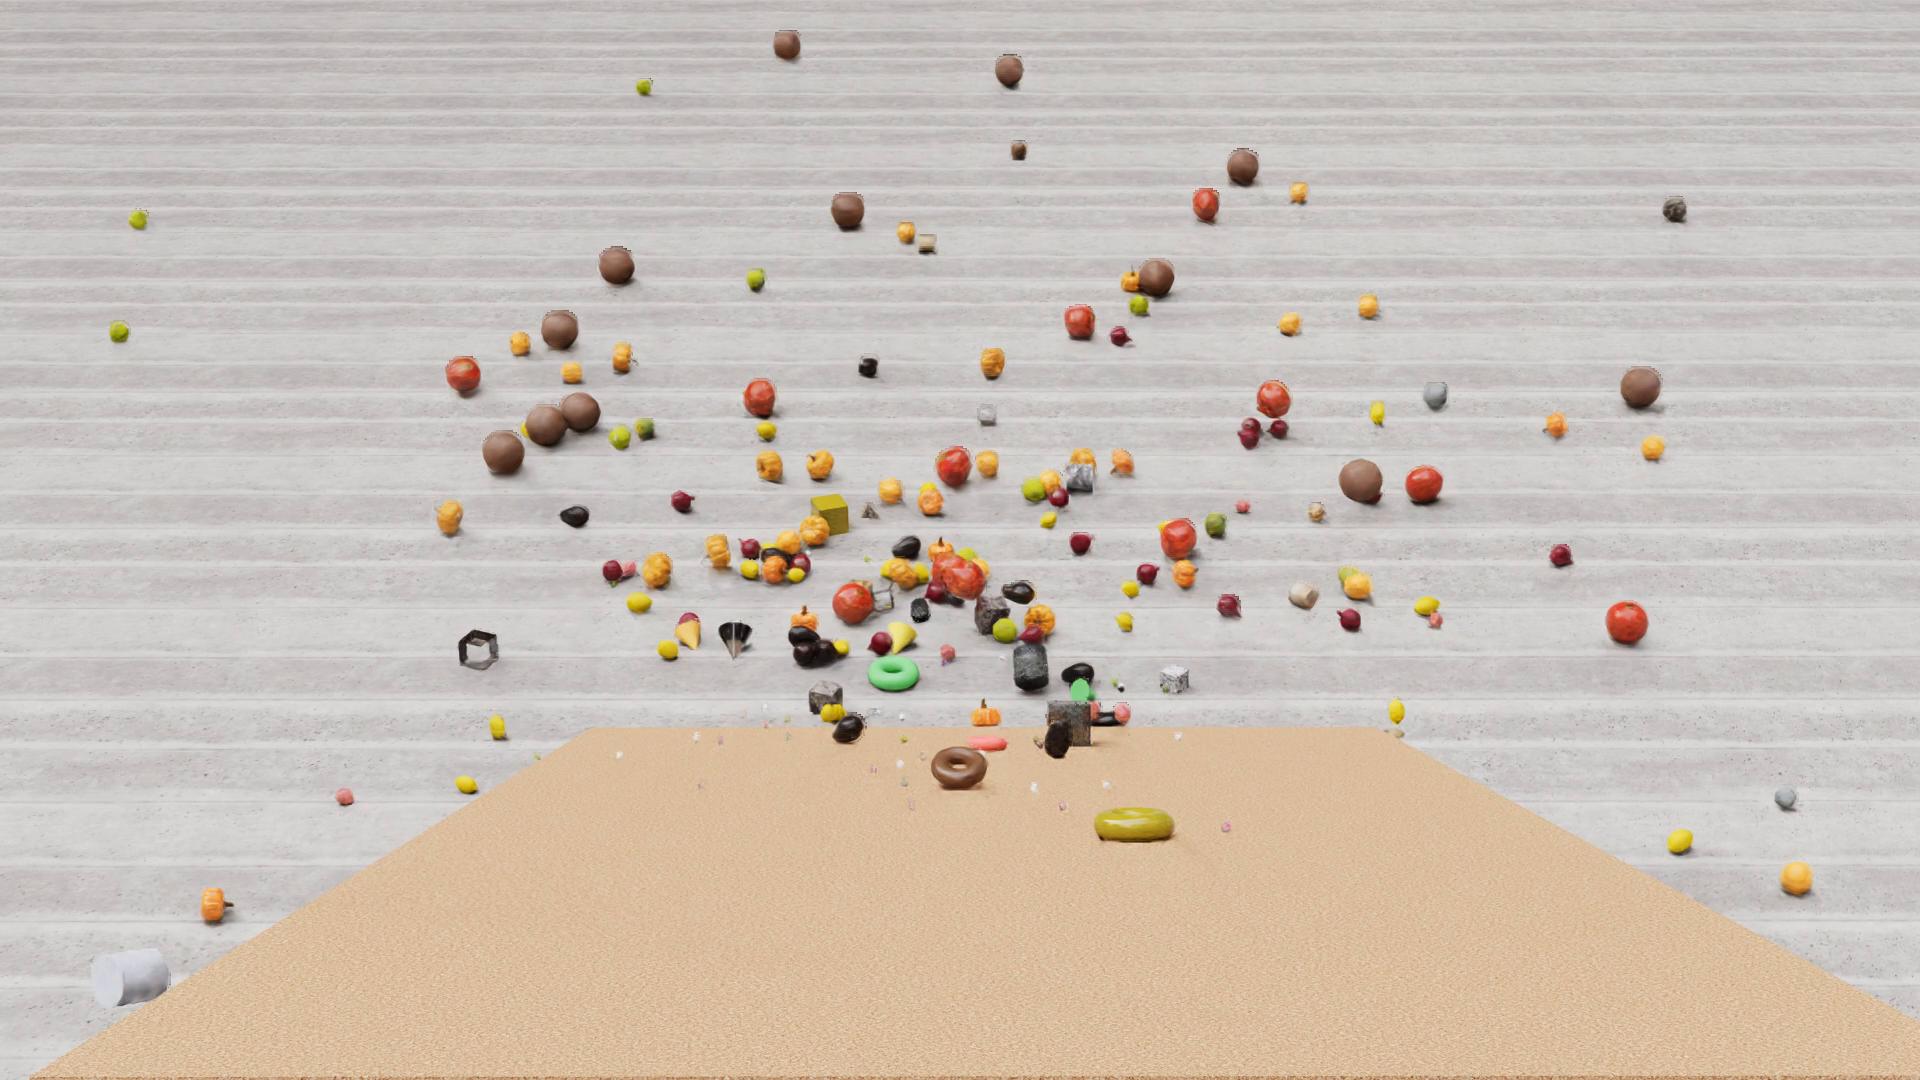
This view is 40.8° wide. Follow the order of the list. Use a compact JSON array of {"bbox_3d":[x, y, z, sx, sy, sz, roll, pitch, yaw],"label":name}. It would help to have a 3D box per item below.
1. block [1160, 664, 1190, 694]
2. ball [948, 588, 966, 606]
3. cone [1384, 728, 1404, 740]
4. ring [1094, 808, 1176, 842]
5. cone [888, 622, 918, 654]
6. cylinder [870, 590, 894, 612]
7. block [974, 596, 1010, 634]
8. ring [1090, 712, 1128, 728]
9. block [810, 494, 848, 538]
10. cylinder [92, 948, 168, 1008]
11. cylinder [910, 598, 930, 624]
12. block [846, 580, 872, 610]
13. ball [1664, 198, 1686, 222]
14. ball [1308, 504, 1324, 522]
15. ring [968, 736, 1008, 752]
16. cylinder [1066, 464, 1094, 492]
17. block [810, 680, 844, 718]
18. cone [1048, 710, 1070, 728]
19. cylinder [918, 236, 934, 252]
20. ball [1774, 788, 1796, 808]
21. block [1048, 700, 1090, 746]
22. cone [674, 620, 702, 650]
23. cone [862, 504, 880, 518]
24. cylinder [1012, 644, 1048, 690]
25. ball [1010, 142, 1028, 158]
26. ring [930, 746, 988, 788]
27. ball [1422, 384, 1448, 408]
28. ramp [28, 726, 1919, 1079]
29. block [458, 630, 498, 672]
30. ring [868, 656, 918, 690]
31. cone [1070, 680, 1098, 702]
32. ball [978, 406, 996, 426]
[{"bbox_3d":[0.575,0.373,6.931,0.055,0.055,0.055,22,35,36],"label":"block"},{"bbox_3d":[-0.010,0.162,7.340,0.052,0.052,0.052,0,27,0],"label":"ball"},{"bbox_3d":[1.120,0.522,6.680,0.051,0.051,0.051,6,55,12],"label":"cone"},{"bbox_3d":[0.300,0.488,4.430,0.140,0.047,0.140,-1,2,0],"label":"ring"},{"bbox_3d":[-0.170,0.286,7.118,0.085,0.085,0.085,9,55,17],"label":"cone"},{"bbox_3d":[-0.221,0.172,7.318,0.055,0.055,0.055,-10,29,-19],"label":"cylinder"},{"bbox_3d":[0.089,0.209,7.216,0.077,0.077,0.077,-2,27,-15],"label":"block"},{"bbox_3d":[0.377,0.468,6.693,0.117,0.039,0.117,-5,2,0],"label":"ring"},{"bbox_3d":[-0.391,-0.074,7.753,0.090,0.090,0.090,-9,29,-17],"label":"block"},{"bbox_3d":[-1.345,0.709,4.185,0.085,0.085,0.085,22,13,35],"label":"cylinder"},{"bbox_3d":[-0.113,0.199,7.270,0.052,0.052,0.052,-3,28,-5],"label":"cylinder"},{"bbox_3d":[-0.286,0.156,7.341,0.062,0.062,0.062,6,28,12],"label":"block"},{"bbox_3d":[2.795,-1.291,10.095,0.089,0.089,0.089,0,27,0],"label":"ball"},{"bbox_3d":[1.077,-0.081,7.810,0.051,0.051,0.051,0,27,0],"label":"ball"},{"bbox_3d":[0.065,0.472,5.997,0.093,0.031,0.093,-1,2,0],"label":"ring"},{"bbox_3d":[0.370,-0.193,7.989,0.084,0.084,0.084,2,28,3],"label":"cylinder"},{"bbox_3d":[-0.353,0.419,6.830,0.067,0.067,0.067,11,29,20],"label":"block"},{"bbox_3d":[0.246,0.466,6.564,0.056,0.056,0.056,7,7,13],"label":"cone"},{"bbox_3d":[-0.129,-1.124,9.805,0.060,0.060,0.060,-1,27,-2],"label":"cylinder"},{"bbox_3d":[2.053,0.640,6.422,0.051,0.051,0.051,0,27,0],"label":"ball"},{"bbox_3d":[0.257,0.436,6.134,0.099,0.099,0.099,0,1,2],"label":"block"},{"bbox_3d":[-0.740,0.278,7.137,0.078,0.078,0.078,-11,56,-21],"label":"cone"},{"bbox_3d":[-0.265,-0.078,7.834,0.050,0.050,0.050,26,27,-7],"label":"cone"},{"bbox_3d":[0.190,0.340,6.918,0.092,0.092,0.092,-2,58,-3],"label":"cylinder"},{"bbox_3d":[0.245,-1.623,10.754,0.070,0.070,0.070,0,27,0],"label":"ball"},{"bbox_3d":[-0.002,0.456,5.194,0.115,0.038,0.115,0,32,0],"label":"ring"},{"bbox_3d":[1.572,-0.477,8.540,0.080,0.080,0.080,0,27,0],"label":"ball"},{"bbox_3d":[0.062,0.559,4.596,2.000,0.100,4.000,0,1,0],"label":"ramp"},{"bbox_3d":[-1.314,0.301,7.048,0.075,0.075,0.075,12,30,22],"label":"block"},{"bbox_3d":[-0.180,0.359,6.968,0.140,0.047,0.140,-1,28,0],"label":"ring"},{"bbox_3d":[0.344,0.410,6.886,0.070,0.070,0.070,13,15,-40],"label":"cone"},{"bbox_3d":[0.088,-0.405,8.423,0.061,0.061,0.061,0,27,0],"label":"ball"}]
